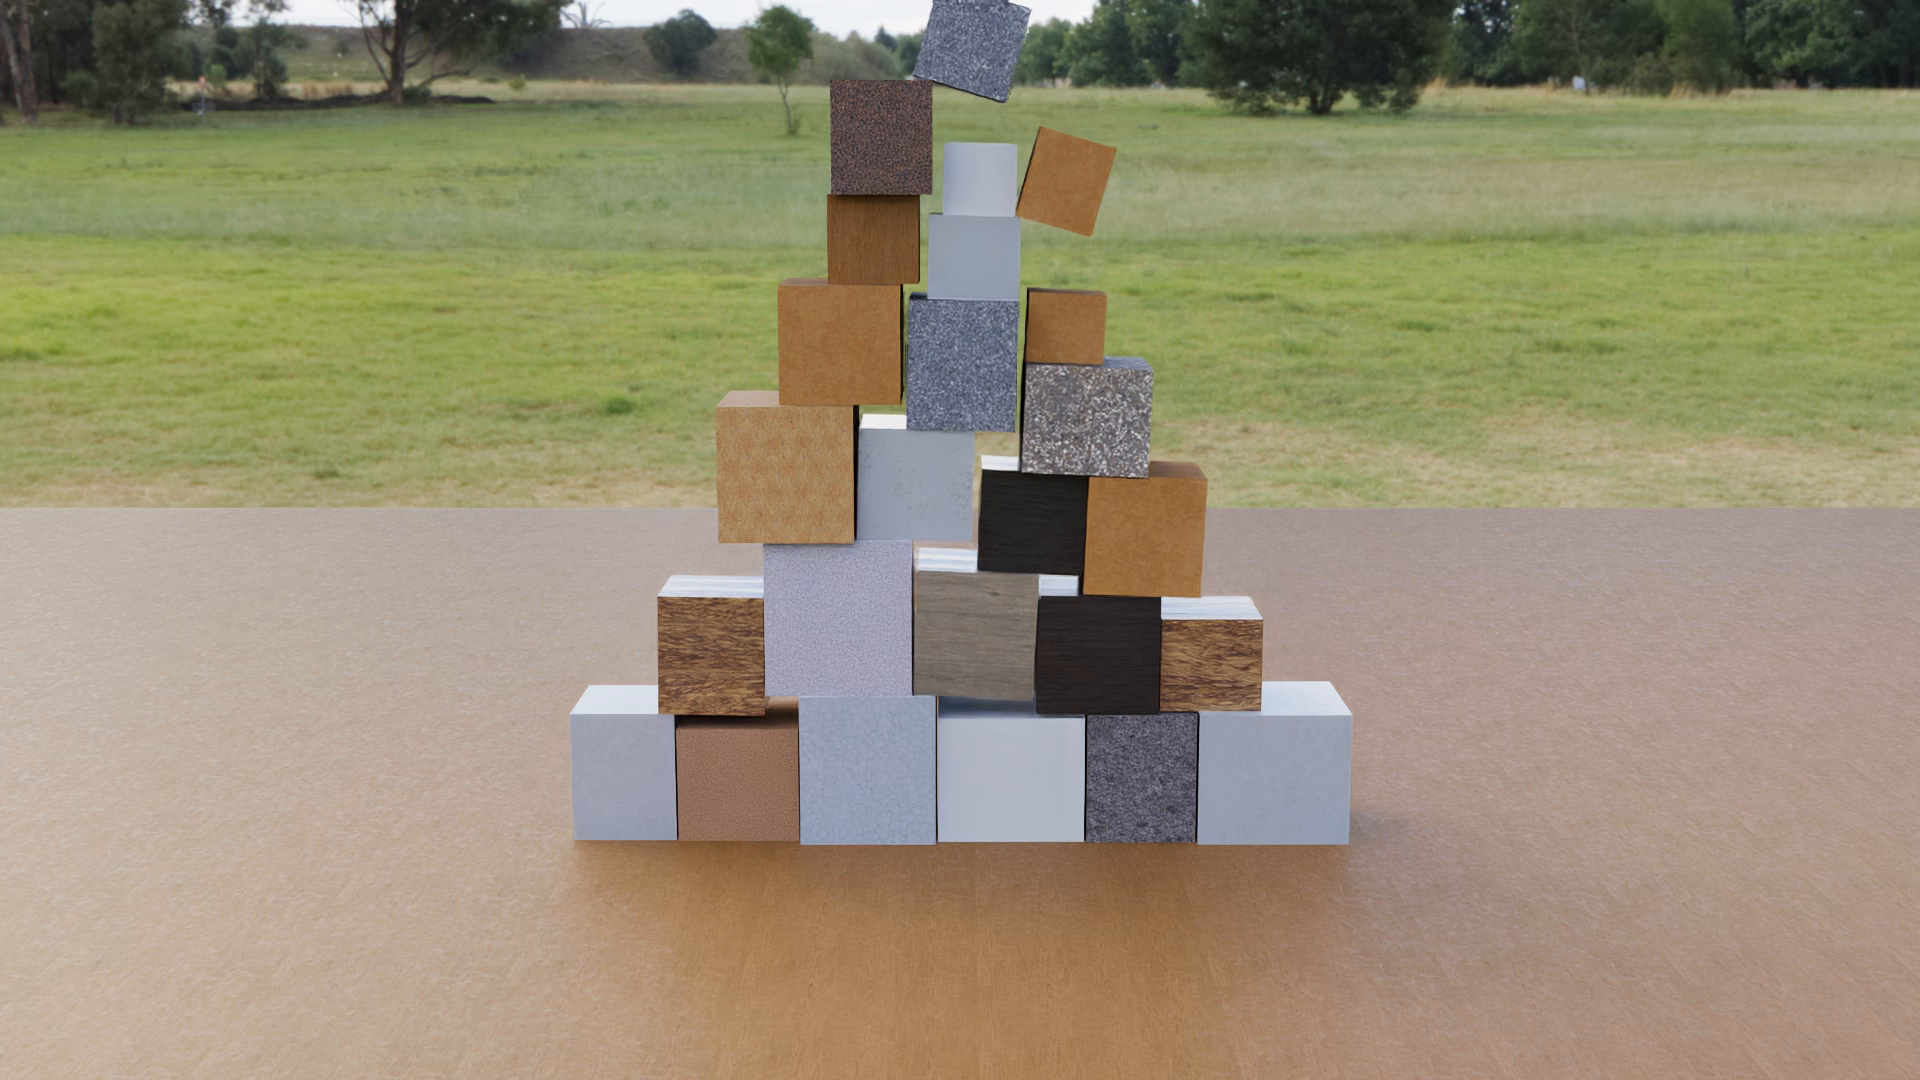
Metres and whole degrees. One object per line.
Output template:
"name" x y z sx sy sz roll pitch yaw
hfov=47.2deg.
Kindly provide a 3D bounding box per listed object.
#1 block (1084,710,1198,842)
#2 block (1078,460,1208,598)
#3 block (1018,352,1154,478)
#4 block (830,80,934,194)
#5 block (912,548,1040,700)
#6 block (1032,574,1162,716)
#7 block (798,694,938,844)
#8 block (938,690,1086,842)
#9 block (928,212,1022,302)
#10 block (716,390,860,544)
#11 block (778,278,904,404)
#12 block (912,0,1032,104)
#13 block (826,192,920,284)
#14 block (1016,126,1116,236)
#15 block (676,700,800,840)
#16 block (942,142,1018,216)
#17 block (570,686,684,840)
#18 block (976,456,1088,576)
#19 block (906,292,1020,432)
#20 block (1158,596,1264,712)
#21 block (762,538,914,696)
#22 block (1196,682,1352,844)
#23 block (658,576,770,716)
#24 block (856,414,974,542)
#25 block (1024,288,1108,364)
"block" 0.914 1.151 11.384 0.551 0.663 0.630 0 10 0
"block" 0.915 -0.068 11.158 0.583 0.598 0.584 2 10 0
"block" 0.621 -0.636 11.057 0.620 0.529 0.649 2 10 0
"block" -0.378 -1.978 10.810 0.487 0.542 0.511 0 10 0
"block" 0.076 0.420 11.253 0.603 0.634 0.612 3 10 -1
"block" 0.692 0.521 11.281 0.613 0.605 0.623 1 10 0
"block" -0.464 1.095 11.400 0.682 0.766 0.740 0 10 0
"block" 0.258 1.159 11.394 0.741 0.643 0.614 0 10 0
"block" 0.069 -1.411 10.930 0.448 0.410 0.383 2 10 0
"block" -0.854 -0.379 11.092 0.667 0.674 0.708 0 10 0
"block" -0.588 -1.003 11.015 0.594 0.581 0.624 0 10 0
"block" 0.059 -2.424 10.737 0.464 0.454 0.450 16 10 -3
"block" -0.425 -1.503 10.926 0.446 0.435 0.387 0 10 0
"block" 0.515 -1.767 10.838 0.380 0.440 0.425 16 10 -2
"block" -1.121 1.188 11.401 0.613 0.583 0.589 0 10 0
"block" 0.098 -1.782 10.853 0.356 0.349 0.313 2 10 0
"block" -1.700 1.147 11.407 0.525 0.661 0.593 0 10 0
"block" 0.360 -0.129 11.145 0.527 0.513 0.491 3 10 -1
"block" 0.011 -0.900 11.023 0.536 0.631 0.607 2 10 0
"block" 1.261 0.578 11.303 0.511 0.473 0.566 0 10 0
"block" -0.607 0.334 11.247 0.732 0.785 0.663 0 10 0
"block" 1.581 1.145 11.390 0.763 0.673 0.700 0 10 0
"block" -1.244 0.534 11.259 0.533 0.605 0.538 1 10 0
"block" -0.219 -0.321 11.111 0.569 0.553 0.551 2 10 0
"block" 0.523 -1.073 10.992 0.383 0.340 0.358 3 10 -1
